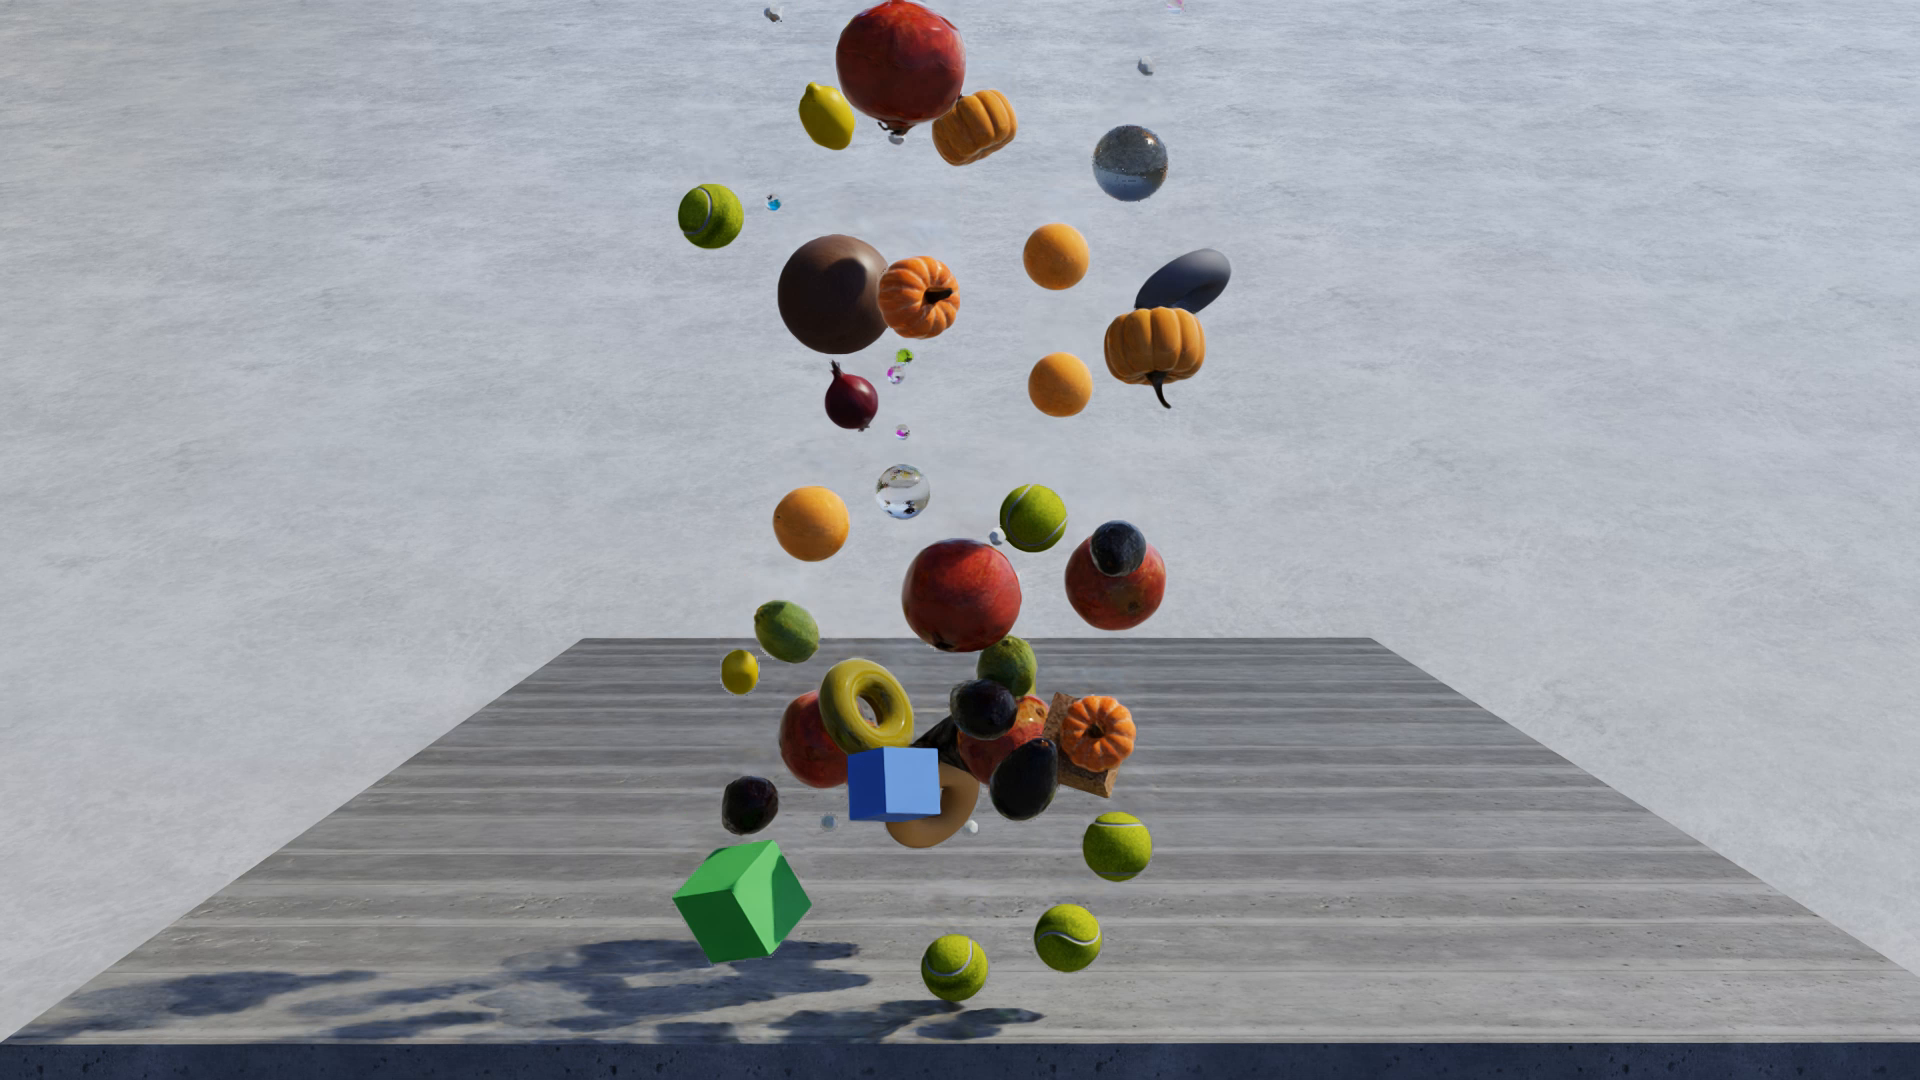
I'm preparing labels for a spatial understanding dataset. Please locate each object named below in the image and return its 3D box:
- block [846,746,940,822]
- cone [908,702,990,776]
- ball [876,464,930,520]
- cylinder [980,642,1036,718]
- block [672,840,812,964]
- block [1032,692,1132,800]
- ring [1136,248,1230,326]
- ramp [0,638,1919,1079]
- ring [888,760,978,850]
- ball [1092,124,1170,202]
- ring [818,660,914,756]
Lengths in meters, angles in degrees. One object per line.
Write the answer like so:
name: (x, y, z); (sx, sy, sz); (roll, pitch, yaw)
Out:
block: (-0.070, 0.260, 2.727); (0.069, 0.069, 0.069); (6, -15, -36)
cone: (-0.022, 0.227, 2.875); (0.083, 0.083, 0.083); (-10, 15, 26)
ball: (-0.055, -0.046, 2.485); (0.053, 0.053, 0.053); (0, 20, 0)
cylinder: (0.055, 0.160, 2.957); (0.062, 0.062, 0.062); (-2, 35, 2)
block: (-0.230, 0.382, 2.712); (0.087, 0.087, 0.087); (-14, 22, 38)
block: (0.125, 0.209, 2.613); (0.076, 0.076, 0.076); (16, -14, 12)
ring: (0.216, -0.244, 2.485); (0.103, 0.103, 0.034); (-17, 69, -39)
ramp: (0.047, 0.423, 4.534); (2.000, 0.100, 4.000); (0, 4, 0)
ring: (-0.032, 0.297, 2.937); (0.124, 0.124, 0.041); (-14, 29, -34)
ball: (0.171, -0.377, 2.570); (0.077, 0.077, 0.077); (0, 20, 0)
ring: (-0.105, 0.193, 2.886); (0.043, 0.128, 0.128); (-33, -3, 38)
